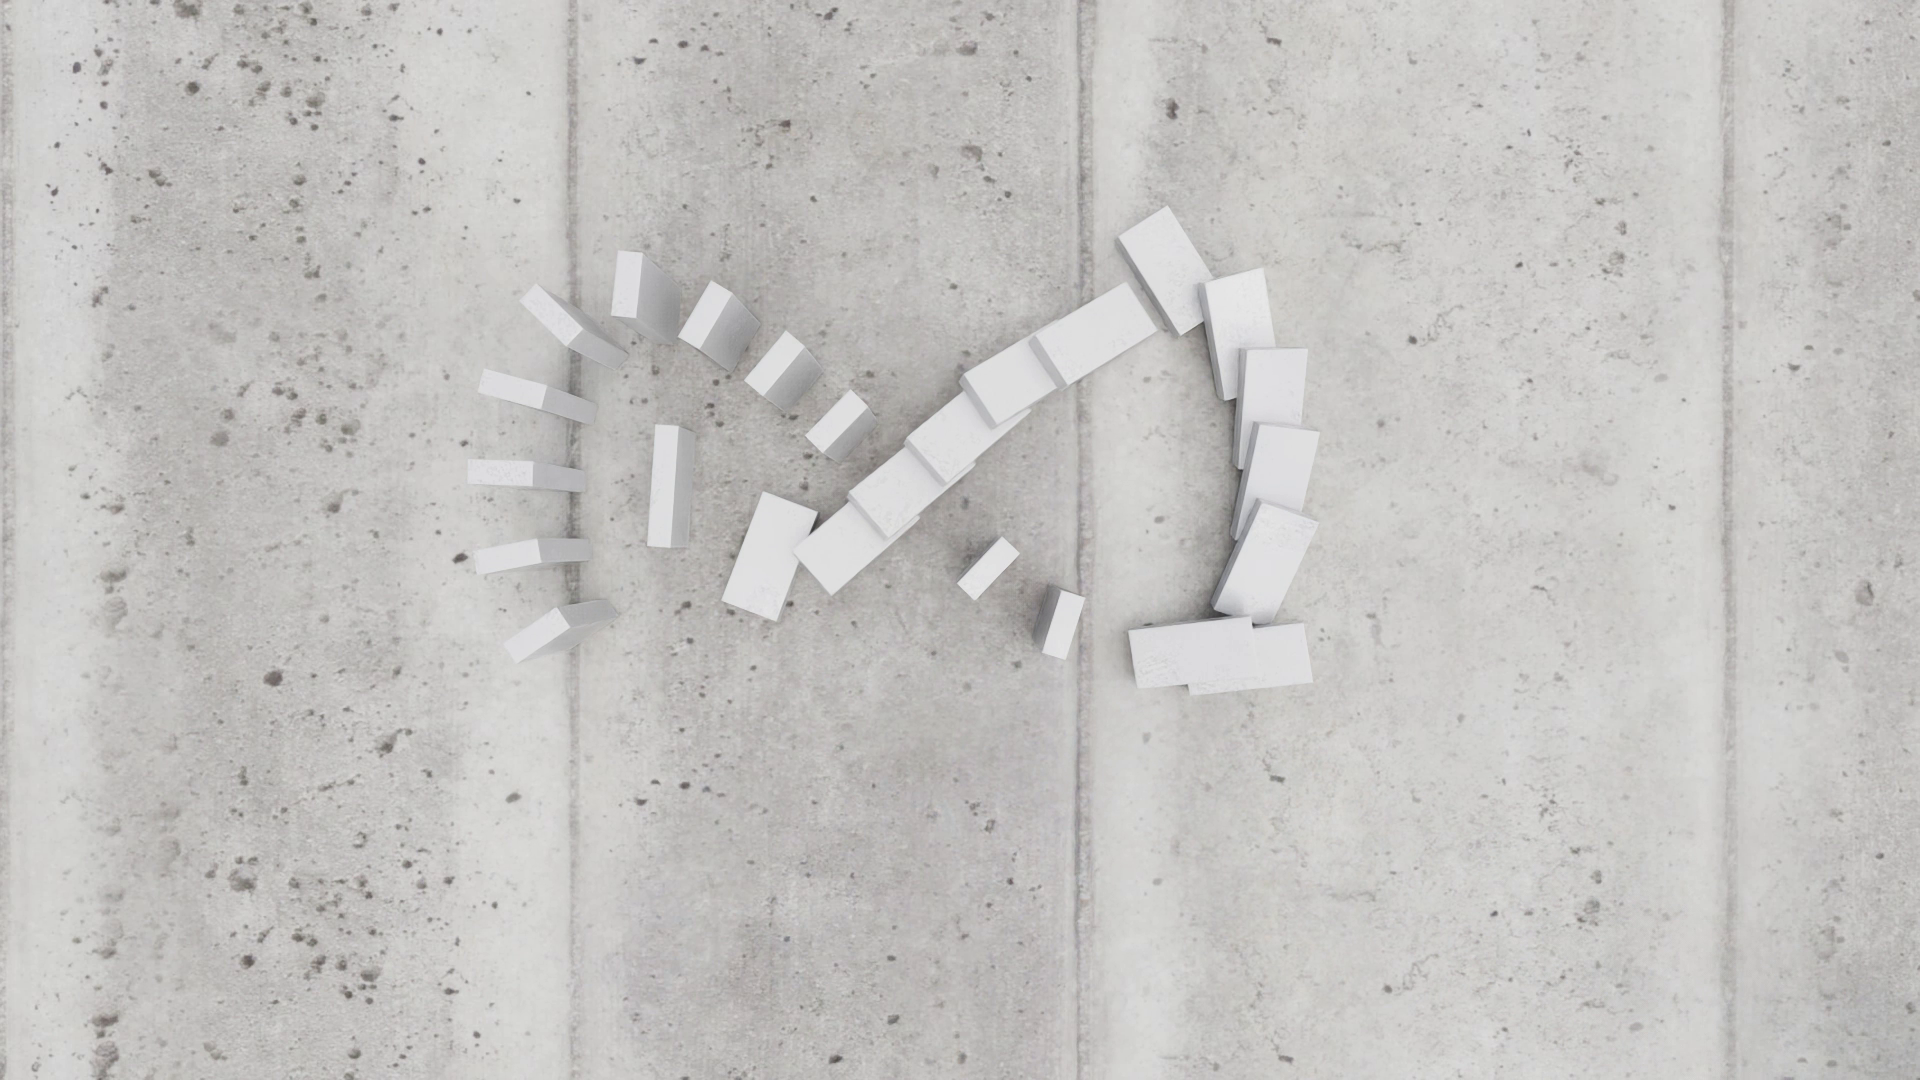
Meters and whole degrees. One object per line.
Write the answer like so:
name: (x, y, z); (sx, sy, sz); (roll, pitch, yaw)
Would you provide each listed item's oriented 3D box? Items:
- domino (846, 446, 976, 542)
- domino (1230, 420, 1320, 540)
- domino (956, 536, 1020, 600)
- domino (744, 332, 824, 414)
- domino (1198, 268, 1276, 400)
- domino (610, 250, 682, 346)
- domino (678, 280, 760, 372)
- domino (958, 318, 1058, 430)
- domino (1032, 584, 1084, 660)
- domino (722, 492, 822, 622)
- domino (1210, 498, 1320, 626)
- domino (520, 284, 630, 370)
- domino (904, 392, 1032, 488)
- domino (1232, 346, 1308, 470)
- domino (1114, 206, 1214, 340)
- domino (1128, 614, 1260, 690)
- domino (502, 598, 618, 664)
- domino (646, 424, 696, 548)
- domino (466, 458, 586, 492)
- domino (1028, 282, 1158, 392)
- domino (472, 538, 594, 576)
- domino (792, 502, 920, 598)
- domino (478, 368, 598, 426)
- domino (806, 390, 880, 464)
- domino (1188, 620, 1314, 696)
domino: (-0.020, -0.025, 0.388); (0.050, 0.010, 0.025); (-41, 90, -17)
domino: (0.133, -0.024, 0.388); (0.025, 0.009, 0.050); (7, 108, 0)
domino: (0.011, 0.011, 0.375); (0.009, 0.050, 0.025); (44, 90, 0)
domino: (-0.071, -0.068, 0.375); (0.009, 0.050, 0.025); (40, 90, 0)
domino: (0.119, -0.087, 0.388); (0.025, 0.010, 0.050); (-15, 106, 0)
domino: (-0.127, -0.098, 0.375); (0.010, 0.050, 0.025); (6, 90, 0)
domino: (-0.097, -0.086, 0.375); (0.009, 0.050, 0.025); (30, 90, 0)
domino: (0.027, -0.070, 0.388); (0.050, 0.010, 0.025); (-33, 89, -17)
domino: (0.040, 0.033, 0.375); (0.010, 0.050, 0.025); (18, 90, 0)
domino: (-0.081, 0.007, 0.395); (0.025, 0.010, 0.050); (21, 90, 0)
domino: (0.128, 0.010, 0.388); (0.025, 0.009, 0.050); (19, 108, 0)
domino: (-0.156, -0.086, 0.375); (0.025, 0.050, 0.010); (44, 90, 0)
domino: (0.003, -0.048, 0.388); (0.050, 0.009, 0.025); (-41, 90, -17)
domino: (0.131, -0.056, 0.388); (0.025, 0.009, 0.050); (-1, 108, 0)
domino: (0.091, -0.115, 0.395); (0.025, 0.009, 0.050); (-32, 90, 0)
domino: (0.098, 0.047, 0.385); (0.050, 0.010, 0.025); (-9, 90, 16)
domino: (-0.162, 0.037, 0.375); (0.025, 0.050, 0.010); (-34, 90, 0)
domino: (-0.122, -0.022, 0.388); (0.009, 0.025, 0.050); (4, 90, 0)
domino: (-0.176, -0.026, 0.375); (0.025, 0.050, 0.010); (2, 90, 0)
domino: (0.056, -0.086, 0.388); (0.050, 0.009, 0.025); (-33, 90, -17)
domino: (-0.173, 0.006, 0.375); (0.025, 0.050, 0.010); (-11, 90, 0)
domino: (-0.044, -0.002, 0.390); (0.050, 0.009, 0.025); (-42, 90, -13)
domino: (-0.171, -0.058, 0.375); (0.025, 0.050, 0.009); (15, 90, 0)
domino: (-0.047, -0.045, 0.375); (0.009, 0.050, 0.025); (45, 90, 0)
domino: (0.121, 0.050, 0.389); (0.050, 0.010, 0.025); (-9, 90, 16)
